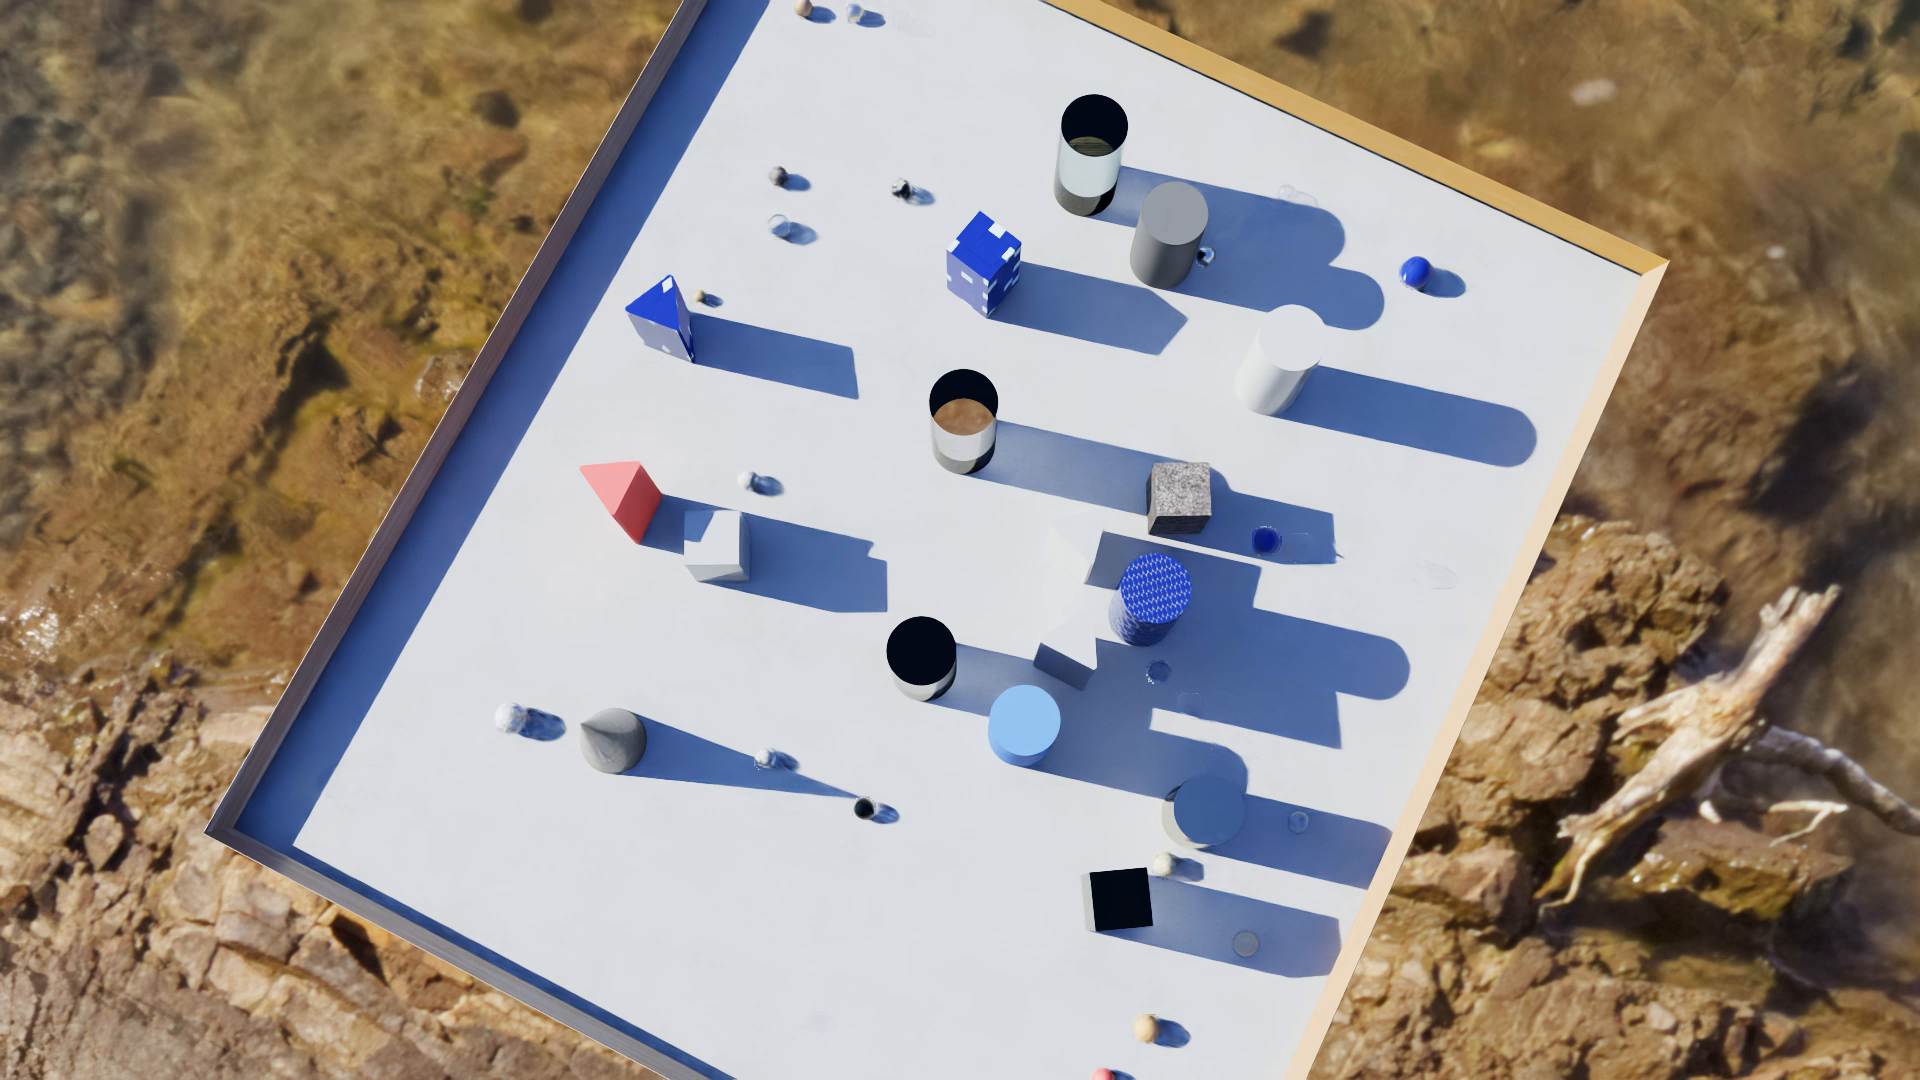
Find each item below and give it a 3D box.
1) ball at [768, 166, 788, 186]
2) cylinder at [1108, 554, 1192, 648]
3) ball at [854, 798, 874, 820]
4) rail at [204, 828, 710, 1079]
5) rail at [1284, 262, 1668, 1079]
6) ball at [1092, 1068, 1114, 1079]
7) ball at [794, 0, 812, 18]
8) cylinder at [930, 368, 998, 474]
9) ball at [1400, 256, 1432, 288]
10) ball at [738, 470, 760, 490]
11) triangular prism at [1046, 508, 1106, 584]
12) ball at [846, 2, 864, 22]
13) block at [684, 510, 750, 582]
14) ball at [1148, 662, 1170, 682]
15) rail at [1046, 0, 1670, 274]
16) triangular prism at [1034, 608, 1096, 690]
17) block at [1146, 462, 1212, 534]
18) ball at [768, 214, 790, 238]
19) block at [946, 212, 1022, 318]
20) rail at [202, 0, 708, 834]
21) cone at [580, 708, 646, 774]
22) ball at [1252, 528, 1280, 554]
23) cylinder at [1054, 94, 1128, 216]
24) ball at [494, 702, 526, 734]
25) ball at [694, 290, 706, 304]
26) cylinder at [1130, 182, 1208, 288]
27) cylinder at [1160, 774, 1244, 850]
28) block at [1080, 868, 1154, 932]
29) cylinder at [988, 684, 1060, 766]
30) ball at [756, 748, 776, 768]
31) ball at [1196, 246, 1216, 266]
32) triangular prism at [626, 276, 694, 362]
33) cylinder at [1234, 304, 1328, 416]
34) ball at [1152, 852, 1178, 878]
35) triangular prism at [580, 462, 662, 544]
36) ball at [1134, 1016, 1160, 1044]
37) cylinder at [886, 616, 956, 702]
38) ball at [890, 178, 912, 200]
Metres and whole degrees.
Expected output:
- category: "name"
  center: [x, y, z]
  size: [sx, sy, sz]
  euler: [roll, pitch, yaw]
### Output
- category: "ball"
  center: [-0.578, -1.157, 5.824]
  size: [0.062, 0.062, 0.062]
  euler: [0, 78, 0]
- category: "cylinder"
  center: [0.549, 0.181, 5.347]
  size: [0.199, 0.455, 0.199]
  euler: [0, 78, 0]
- category: "ball"
  center: [-0.284, 0.796, 5.420]
  size: [0.061, 0.061, 0.061]
  euler: [0, 78, 0]
- category: "rail"
  center: [-0.778, 1.531, 5.233]
  size: [3.144, 0.129, 0.045]
  euler: [26, 80, 5]
- category: "rail"
  center: [1.385, 0.685, 5.408]
  size: [0.045, 0.129, 3.528]
  euler: [26, 80, 5]
- category: "ball"
  center: [0.411, 1.549, 5.264]
  size: [0.064, 0.064, 0.064]
  euler: [0, 78, 0]
- category: "ball"
  center: [-0.508, -1.728, 5.942]
  size: [0.063, 0.063, 0.063]
  euler: [0, 78, 0]
- category: "cylinder"
  center: [0.011, -0.346, 5.452]
  size: [0.199, 0.463, 0.199]
  euler: [0, 78, 0]
- category: "ball"
  center: [1.430, -0.840, 5.740]
  size: [0.100, 0.100, 0.100]
  euler: [0, 78, 0]
- category: "ball"
  center: [-0.649, -0.183, 5.621]
  size: [0.065, 0.065, 0.065]
  euler: [0, 78, 0]
- category: "triangular prism"
  center: [0.373, -0.010, 5.458]
  size: [0.149, 0.315, 0.173]
  euler: [-44, 82, -8]
- category: "ball"
  center: [-0.342, -1.712, 5.941]
  size: [0.059, 0.059, 0.059]
  euler: [0, 78, 0]
- category: "block"
  center: [-0.723, 0.021, 5.474]
  size: [0.159, 0.270, 0.159]
  euler: [-1, 78, 0]
- category: "ball"
  center: [0.598, 0.396, 5.501]
  size: [0.066, 0.066, 0.066]
  euler: [0, 78, 0]
- category: "rail"
  center: [0.778, -1.517, 5.864]
  size: [3.144, 0.129, 0.045]
  euler: [26, 80, 5]
- category: "triangular prism"
  center: [0.331, 0.301, 5.304]
  size: [0.173, 0.490, 0.149]
  euler: [27, 80, 5]
- category: "block"
  center: [0.654, -0.123, 5.507]
  size: [0.159, 0.265, 0.159]
  euler: [-1, 78, 0]
- category: "ball"
  center: [-0.572, -0.992, 5.785]
  size: [0.073, 0.073, 0.073]
  euler: [0, 78, 0]
- category: "block"
  center: [0.071, -0.839, 5.615]
  size: [0.159, 0.343, 0.159]
  euler: [38, 81, 7]
- category: "rail"
  center: [-1.385, -0.671, 5.688]
  size: [0.045, 0.129, 3.528]
  euler: [26, 80, 5]
- category: "cone"
  center: [-1.038, 0.552, 5.249]
  size: [0.199, 0.497, 0.199]
  euler: [0, 78, 0]
- category: "ball"
  center: [0.931, 0.005, 5.575]
  size: [0.079, 0.079, 0.079]
  euler: [0, 78, 0]
- category: "cylinder"
  center: [0.396, -1.174, 5.623]
  size: [0.199, 0.464, 0.199]
  euler: [0, 78, 0]
- category: "ball"
  center: [-1.338, 0.530, 5.459]
  size: [0.094, 0.094, 0.094]
  euler: [0, 78, 0]
- category: "ball"
  center: [-0.816, -0.765, 5.754]
  size: [0.042, 0.042, 0.042]
  euler: [0, 78, 0]
- category: "cylinder"
  center: [0.636, -0.929, 5.612]
  size: [0.199, 0.385, 0.199]
  euler: [0, 78, 0]
- category: "cylinder"
  center: [0.696, 0.786, 5.285]
  size: [0.199, 0.331, 0.199]
  euler: [0, 78, 0]
- category: "block"
  center: [0.442, 1.023, 5.210]
  size: [0.159, 0.381, 0.159]
  euler: [-5, 78, -1]
- category: "cylinder"
  center: [0.182, 0.542, 5.315]
  size: [0.199, 0.371, 0.199]
  euler: [0, 78, 0]
- category: "ball"
  center: [-0.578, 0.650, 5.452]
  size: [0.059, 0.059, 0.059]
  euler: [0, 78, 0]
- category: "ball"
  center: [0.774, -0.896, 5.771]
  size: [0.062, 0.062, 0.062]
  euler: [0, 78, 0]
- category: "triangular prism"
  center: [-0.884, -0.686, 5.591]
  size: [0.173, 0.329, 0.149]
  euler: [21, 79, 4]
- category: "cylinder"
  center: [0.956, -0.533, 5.488]
  size: [0.199, 0.469, 0.199]
  euler: [0, 78, 0]
- category: "ball"
  center: [0.602, 0.953, 5.382]
  size: [0.073, 0.073, 0.073]
  euler: [0, 78, 0]
- category: "triangular prism"
  center: [-0.976, -0.140, 5.434]
  size: [0.149, 0.414, 0.173]
  euler: [-35, 80, -7]
- category: "ball"
  center: [0.538, 1.411, 5.285]
  size: [0.078, 0.078, 0.078]
  euler: [0, 78, 0]
- category: "cylinder"
  center: [-0.109, 0.351, 5.352]
  size: [0.199, 0.376, 0.199]
  euler: [0, 78, 0]
- category: "ball"
  center: [-0.187, -1.113, 5.814]
  size: [0.065, 0.065, 0.065]
  euler: [0, 78, 0]
